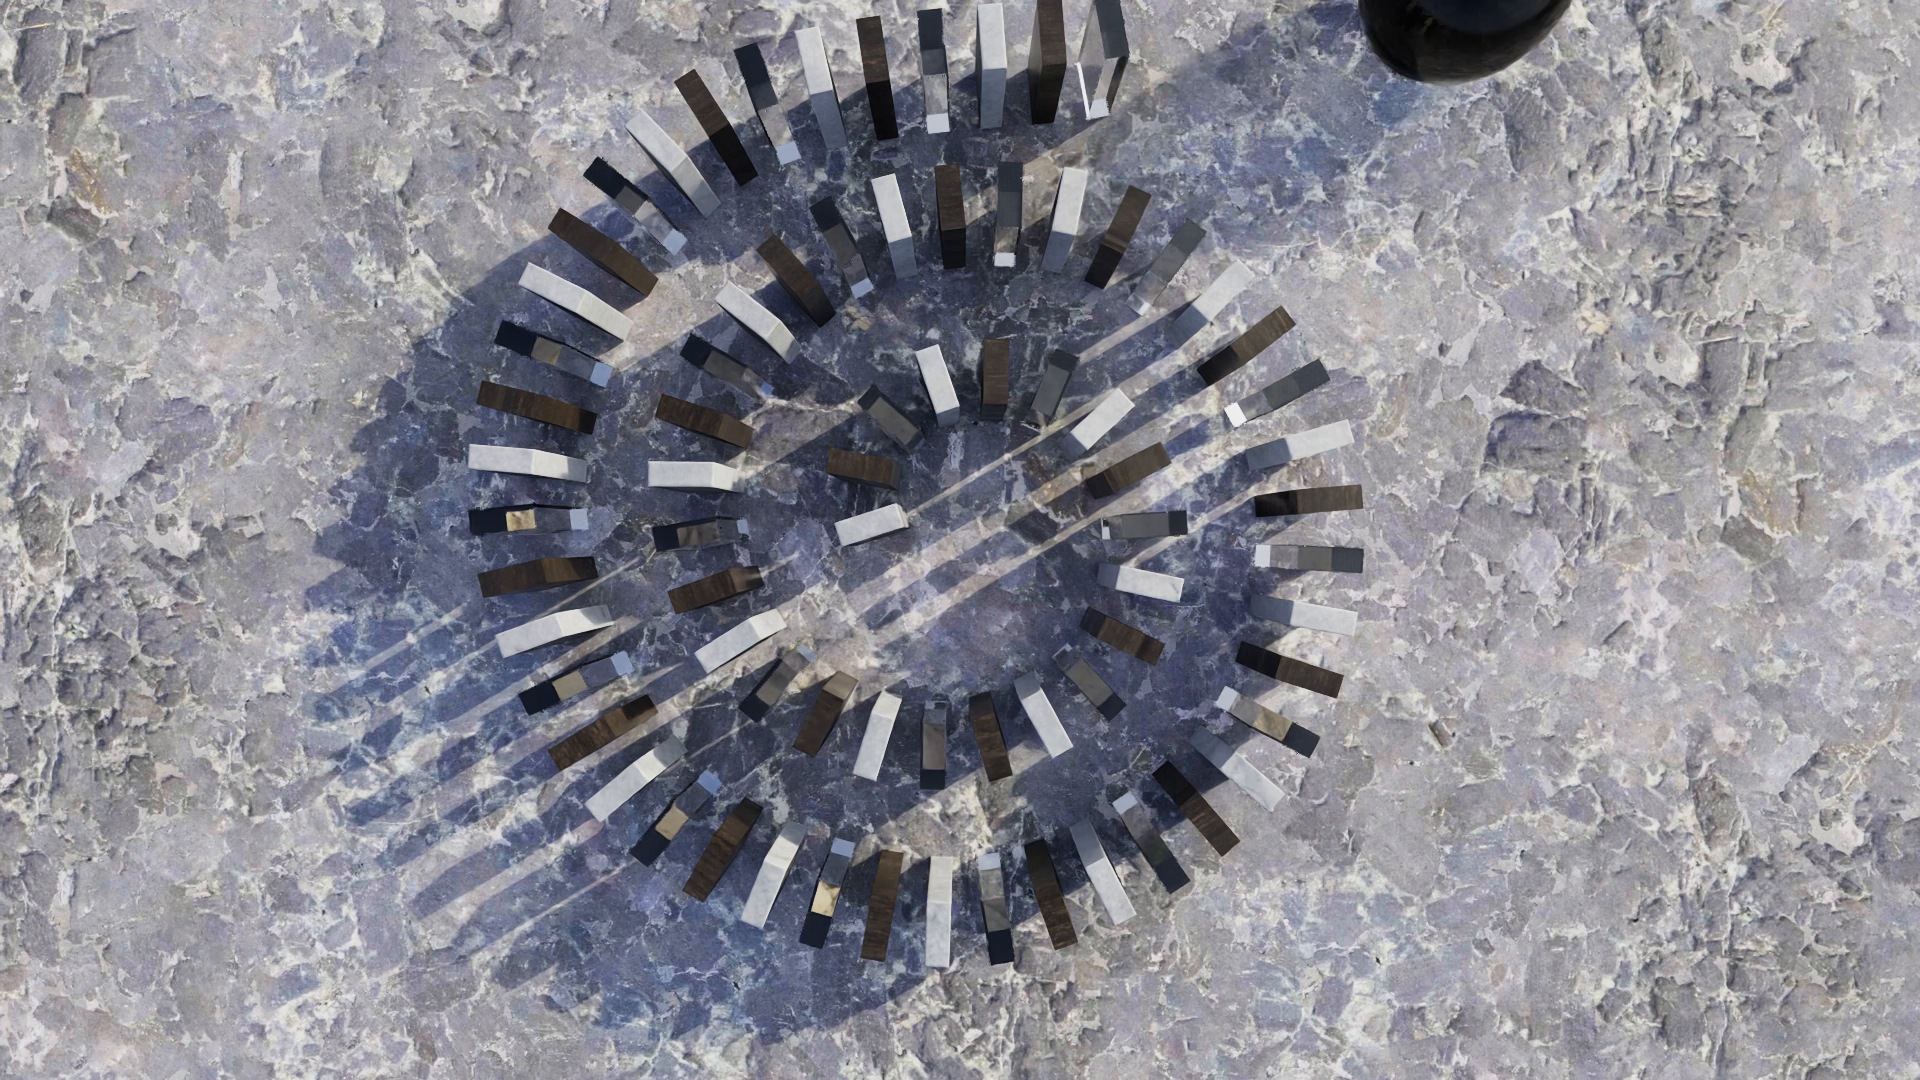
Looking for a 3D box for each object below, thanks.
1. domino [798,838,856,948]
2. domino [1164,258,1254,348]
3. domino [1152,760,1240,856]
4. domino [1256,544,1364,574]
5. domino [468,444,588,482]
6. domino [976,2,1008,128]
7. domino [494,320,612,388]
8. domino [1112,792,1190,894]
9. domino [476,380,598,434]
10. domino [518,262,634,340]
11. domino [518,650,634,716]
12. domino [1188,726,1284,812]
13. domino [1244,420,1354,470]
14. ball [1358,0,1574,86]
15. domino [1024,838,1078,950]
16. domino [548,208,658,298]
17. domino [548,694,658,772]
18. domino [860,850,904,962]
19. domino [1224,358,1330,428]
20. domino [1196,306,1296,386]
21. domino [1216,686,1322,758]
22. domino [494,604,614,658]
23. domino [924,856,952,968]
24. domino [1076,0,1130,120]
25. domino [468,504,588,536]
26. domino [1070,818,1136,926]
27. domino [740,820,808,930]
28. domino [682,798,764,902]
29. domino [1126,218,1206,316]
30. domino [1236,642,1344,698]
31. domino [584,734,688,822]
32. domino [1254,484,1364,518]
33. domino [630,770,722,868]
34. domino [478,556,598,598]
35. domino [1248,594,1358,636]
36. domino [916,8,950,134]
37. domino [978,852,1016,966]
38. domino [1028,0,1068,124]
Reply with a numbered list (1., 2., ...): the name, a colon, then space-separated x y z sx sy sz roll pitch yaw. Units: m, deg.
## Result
1. domino: -0.054 0.143 0.375 0.010 0.050 0.025 16 90 0
2. domino: 0.101 -0.096 0.375 0.010 0.050 0.025 45 90 0
3. domino: 0.095 0.109 0.375 0.010 0.050 0.025 -41 90 0
4. domino: 0.142 0.007 0.375 0.025 0.050 0.009 3 90 0
5. domino: -0.175 -0.031 0.375 0.025 0.050 0.010 5 90 0
6. domino: 0.012 -0.192 0.375 0.010 0.050 0.025 -5 90 0
7. domino: -0.165 -0.075 0.375 0.025 0.050 0.009 21 90 0
8. domino: 0.077 0.123 0.375 0.009 0.050 0.025 -34 90 0
9. domino: -0.172 -0.053 0.375 0.025 0.050 0.009 14 90 0
10. domino: -0.156 -0.096 0.375 0.025 0.050 0.009 26 90 0
11. domino: -0.156 0.058 0.375 0.025 0.050 0.009 -26 90 0
12. domino: 0.112 0.092 0.375 0.025 0.050 0.010 41 90 0
13. domino: 0.137 -0.038 0.375 0.025 0.050 0.010 -16 90 0
14. ball: 0.200 -0.223 0.360 0.080 0.080 0.080 0 90 0
15. domino: 0.037 0.144 0.375 0.009 0.050 0.025 -20 90 0
16. domino: -0.145 -0.117 0.375 0.025 0.050 0.010 32 90 0
17. domino: -0.145 0.078 0.375 0.025 0.050 0.009 -32 90 0
18. domino: -0.031 0.148 0.375 0.010 0.050 0.025 10 90 0
19. domino: 0.129 -0.059 0.375 0.025 0.050 0.010 -29 90 0
20. domino: 0.116 -0.078 0.375 0.025 0.050 0.010 -38 90 0
21. domino: 0.125 0.074 0.375 0.025 0.050 0.009 28 90 0
22. domino: -0.164 0.037 0.375 0.025 0.050 0.010 -20 90 0
23. domino: -0.009 0.151 0.375 0.010 0.050 0.025 2 90 0
24. domino: 0.058 -0.197 0.375 0.009 0.050 0.025 -11 90 0
25. domino: -0.175 -0.008 0.375 0.025 0.050 0.010 -6 90 0
26. domino: 0.058 0.134 0.375 0.009 0.050 0.025 -27 90 0
27. domino: -0.075 0.135 0.375 0.009 0.050 0.025 22 90 0
28. domino: -0.096 0.125 0.375 0.009 0.050 0.025 30 90 0
29. domino: 0.083 -0.111 0.375 0.009 0.050 0.025 37 90 0
30. domino: 0.133 0.052 0.375 0.025 0.050 0.010 18 90 0
31. domino: -0.131 0.097 0.375 0.025 0.050 0.009 -40 90 0
32. domino: 0.141 -0.016 0.375 0.025 0.050 0.010 -5 90 0
33. domino: -0.115 0.113 0.375 0.010 0.050 0.025 39 90 0
34. domino: -0.171 0.015 0.375 0.025 0.050 0.009 -14 90 0
35. domino: 0.139 0.030 0.375 0.025 0.050 0.009 10 90 0
36. domino: -0.011 -0.190 0.375 0.010 0.050 0.025 -6 90 0
37. domino: 0.014 0.149 0.375 0.009 0.050 0.025 -9 90 0
38. domino: 0.035 -0.194 0.375 0.009 0.050 0.025 -5 90 0
